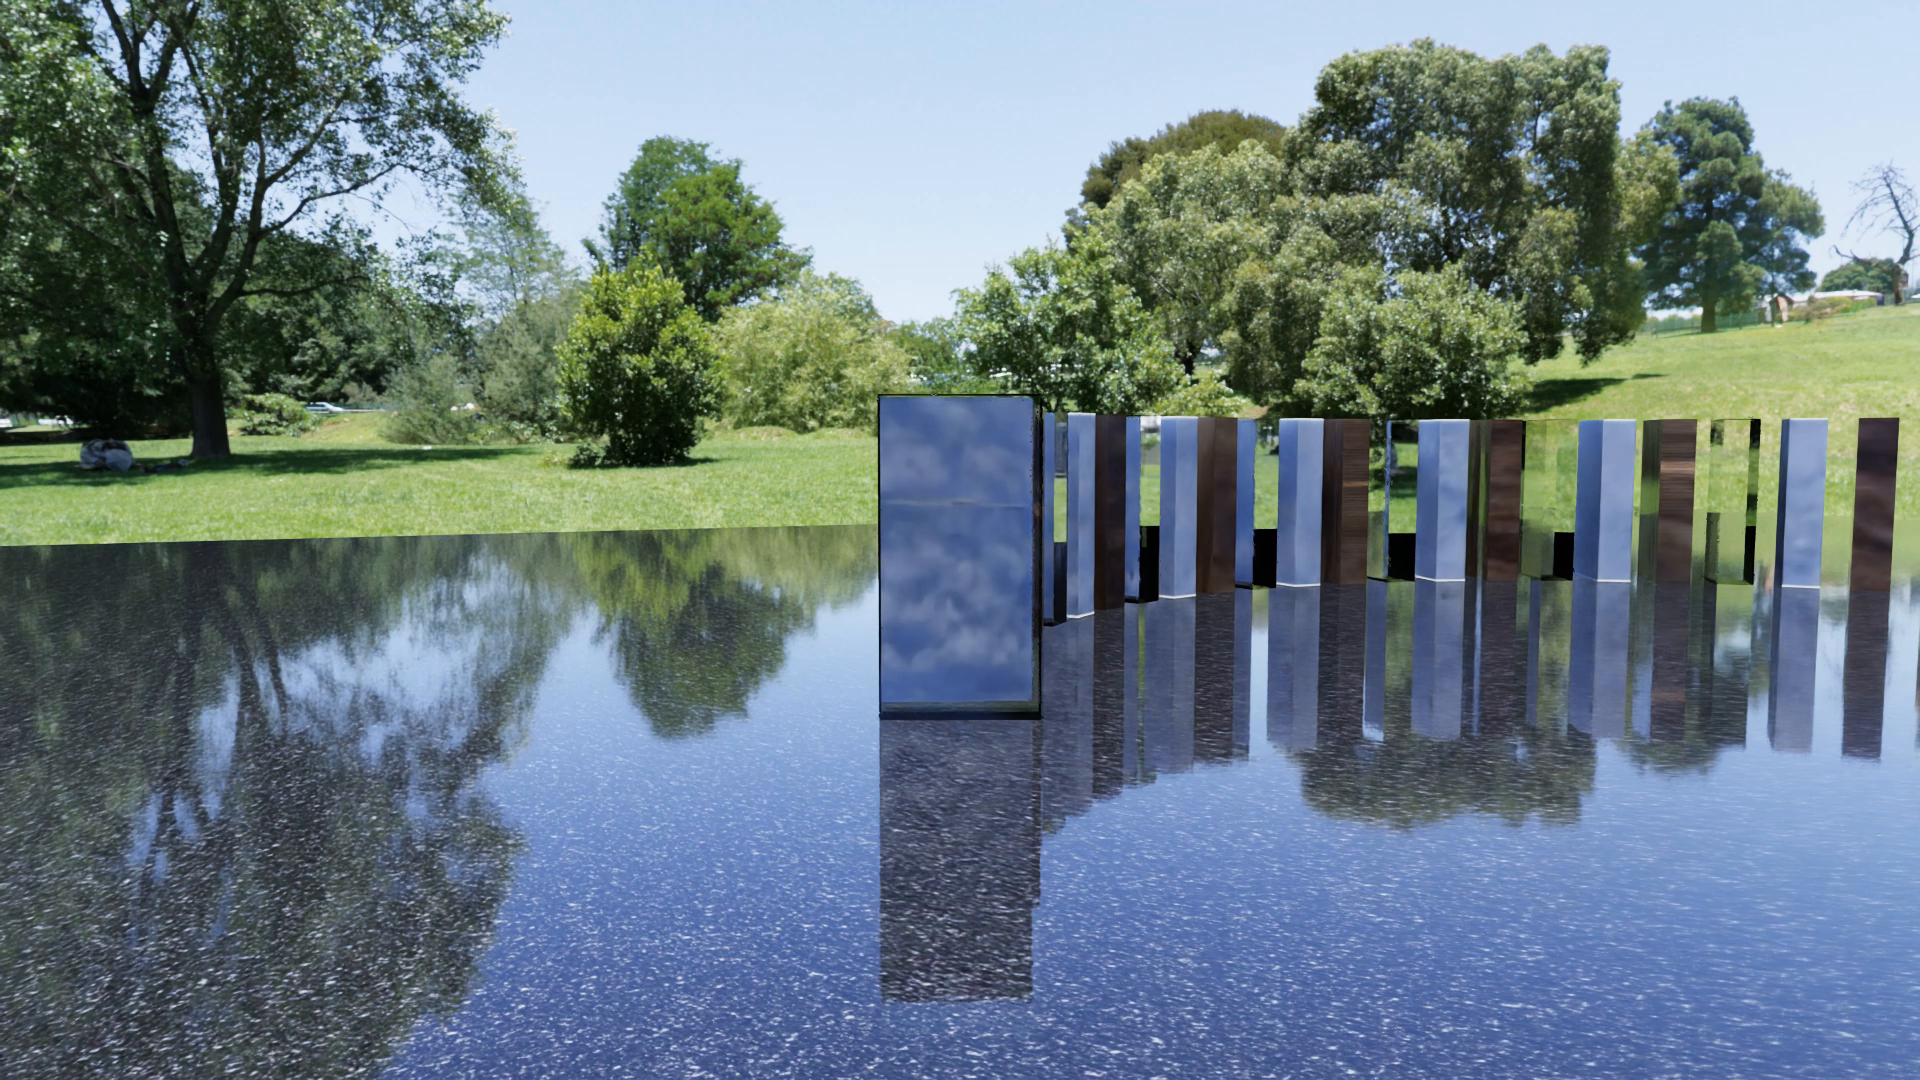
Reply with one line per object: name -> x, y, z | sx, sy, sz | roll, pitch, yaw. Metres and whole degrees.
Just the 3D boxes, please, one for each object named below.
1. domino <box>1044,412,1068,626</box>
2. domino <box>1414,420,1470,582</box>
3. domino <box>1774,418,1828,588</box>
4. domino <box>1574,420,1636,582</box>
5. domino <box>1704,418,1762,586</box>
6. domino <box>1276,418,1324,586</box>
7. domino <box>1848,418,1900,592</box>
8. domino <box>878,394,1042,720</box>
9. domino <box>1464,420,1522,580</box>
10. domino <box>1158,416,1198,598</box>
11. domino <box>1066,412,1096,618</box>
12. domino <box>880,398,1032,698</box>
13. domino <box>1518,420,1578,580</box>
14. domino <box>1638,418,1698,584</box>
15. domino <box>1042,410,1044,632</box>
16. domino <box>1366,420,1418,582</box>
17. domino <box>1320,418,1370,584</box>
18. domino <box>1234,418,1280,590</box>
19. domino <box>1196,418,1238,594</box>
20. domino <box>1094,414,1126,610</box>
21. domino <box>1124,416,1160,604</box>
domino -> 0.012, -0.005, 0.306 | 0.025, 0.050, 0.009 | 2, 5, 24
domino -> 0.151, -0.013, 0.409 | 0.009, 0.050, 0.025 | -1, 4, -7
domino -> 0.255, -0.012, 0.390 | 0.009, 0.050, 0.025 | 2, 5, 28
domino -> 0.205, -0.013, 0.408 | 0.009, 0.050, 0.025 | 1, 4, 10
domino -> 0.239, -0.012, 0.398 | 0.009, 0.050, 0.025 | 2, 5, 22
domino -> 0.099, -0.012, 0.394 | 0.009, 0.050, 0.025 | -2, 5, -25
domino -> 0.271, -0.011, 0.381 | 0.009, 0.050, 0.025 | 3, 5, 33
domino -> 0.000, 0.002, 0.201 | 0.025, 0.050, 0.009 | 0, 4, 0
domino -> 0.169, -0.013, 0.410 | 0.009, 0.050, 0.025 | 0, 4, -1
domino -> 0.054, -0.010, 0.364 | 0.009, 0.050, 0.025 | -4, 6, -42
domino -> 0.020, -0.007, 0.322 | 0.025, 0.050, 0.009 | 2, 5, 30
domino -> -0.001, 0.001, 0.219 | 0.025, 0.050, 0.009 | 0, 4, -3
domino -> 0.187, -0.013, 0.410 | 0.009, 0.050, 0.025 | 0, 4, 4
domino -> 0.222, -0.013, 0.404 | 0.009, 0.050, 0.025 | 1, 4, 16
domino -> 0.006, -0.004, 0.290 | 0.025, 0.050, 0.009 | 1, 5, 19
domino -> 0.133, -0.013, 0.406 | 0.009, 0.050, 0.025 | -1, 4, -13
domino -> 0.116, -0.013, 0.401 | 0.009, 0.050, 0.025 | -1, 5, -19
domino -> 0.083, -0.011, 0.386 | 0.009, 0.050, 0.025 | -3, 5, -31
domino -> 0.068, -0.011, 0.376 | 0.009, 0.050, 0.025 | -3, 5, -37
domino -> 0.030, -0.008, 0.338 | 0.025, 0.050, 0.010 | 3, 5, 36
domino -> 0.042, -0.009, 0.352 | 0.025, 0.050, 0.009 | 4, 6, 42
